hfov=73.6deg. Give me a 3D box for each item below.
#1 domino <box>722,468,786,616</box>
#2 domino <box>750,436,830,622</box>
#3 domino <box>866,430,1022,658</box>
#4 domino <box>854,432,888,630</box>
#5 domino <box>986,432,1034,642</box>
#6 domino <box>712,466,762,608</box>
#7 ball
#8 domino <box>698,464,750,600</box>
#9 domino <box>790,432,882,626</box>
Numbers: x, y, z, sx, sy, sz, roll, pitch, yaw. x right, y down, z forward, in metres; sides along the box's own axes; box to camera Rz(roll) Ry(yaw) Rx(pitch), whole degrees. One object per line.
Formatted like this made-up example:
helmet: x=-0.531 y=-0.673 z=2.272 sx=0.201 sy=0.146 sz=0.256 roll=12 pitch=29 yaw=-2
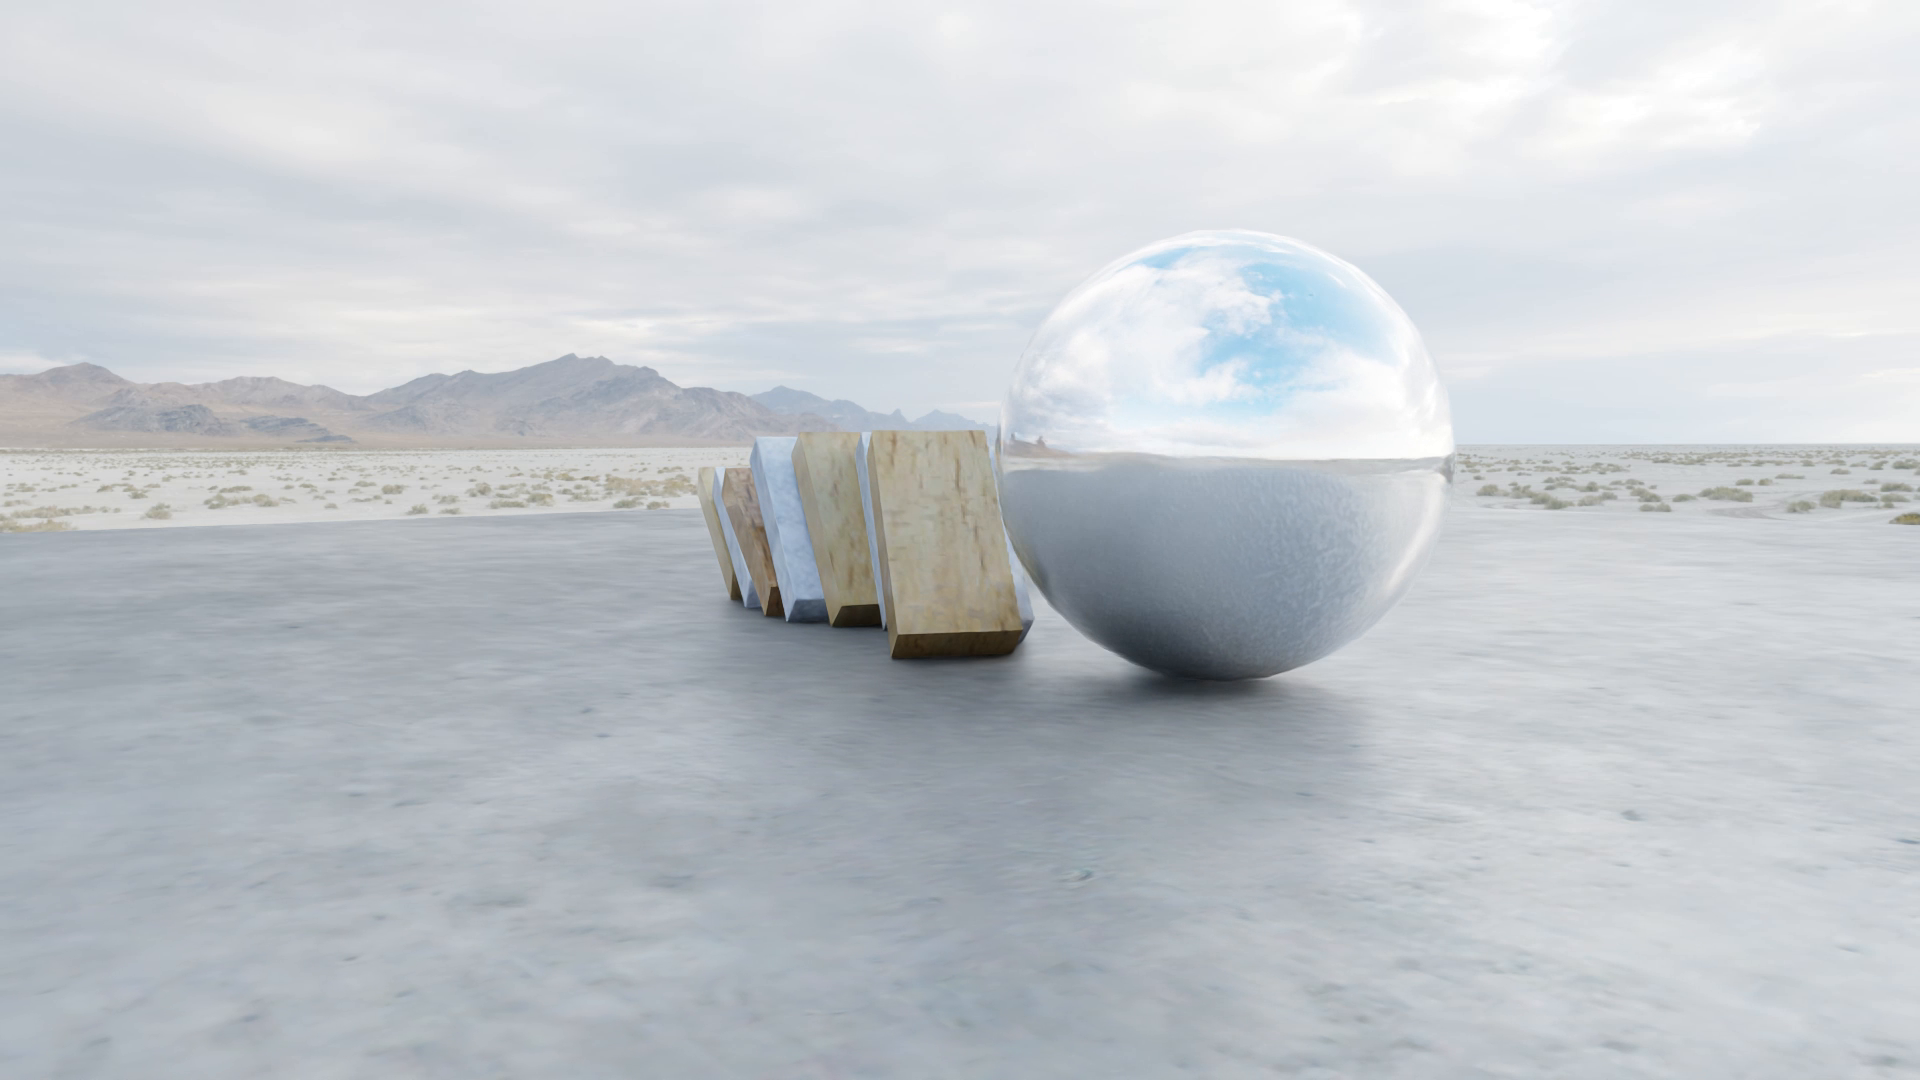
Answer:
domino: x=-0.044 y=-0.001 z=0.337 sx=0.025 sy=0.010 sz=0.050 roll=-3 pitch=39 yaw=-25
domino: x=-0.035 y=-0.004 z=0.321 sx=0.025 sy=0.050 sz=0.009 roll=-2 pitch=-35 yaw=-24
domino: x=-0.004 y=0.000 z=0.268 sx=0.025 sy=0.050 sz=0.009 roll=-1 pitch=-33 yaw=-13
domino: x=-0.009 y=-0.003 z=0.304 sx=0.025 sy=0.050 sz=0.010 roll=-1 pitch=-33 yaw=-17
domino: x=-0.002 y=-0.001 z=0.281 sx=0.025 sy=0.050 sz=0.009 roll=-1 pitch=-33 yaw=-17
domino: x=-0.051 y=-0.002 z=0.353 sx=0.025 sy=0.009 sz=0.050 roll=-2 pitch=39 yaw=-22
ball: x=0.046 y=-0.015 z=0.230 sx=0.080 sy=0.080 sz=0.080 roll=0 pitch=4 yaw=0
domino: x=-0.059 y=-0.004 z=0.370 sx=0.025 sy=0.010 sz=0.050 roll=-5 pitch=39 yaw=-21
domino: x=-0.023 y=-0.004 z=0.313 sx=0.025 sy=0.050 sz=0.009 roll=-2 pitch=-33 yaw=-24
